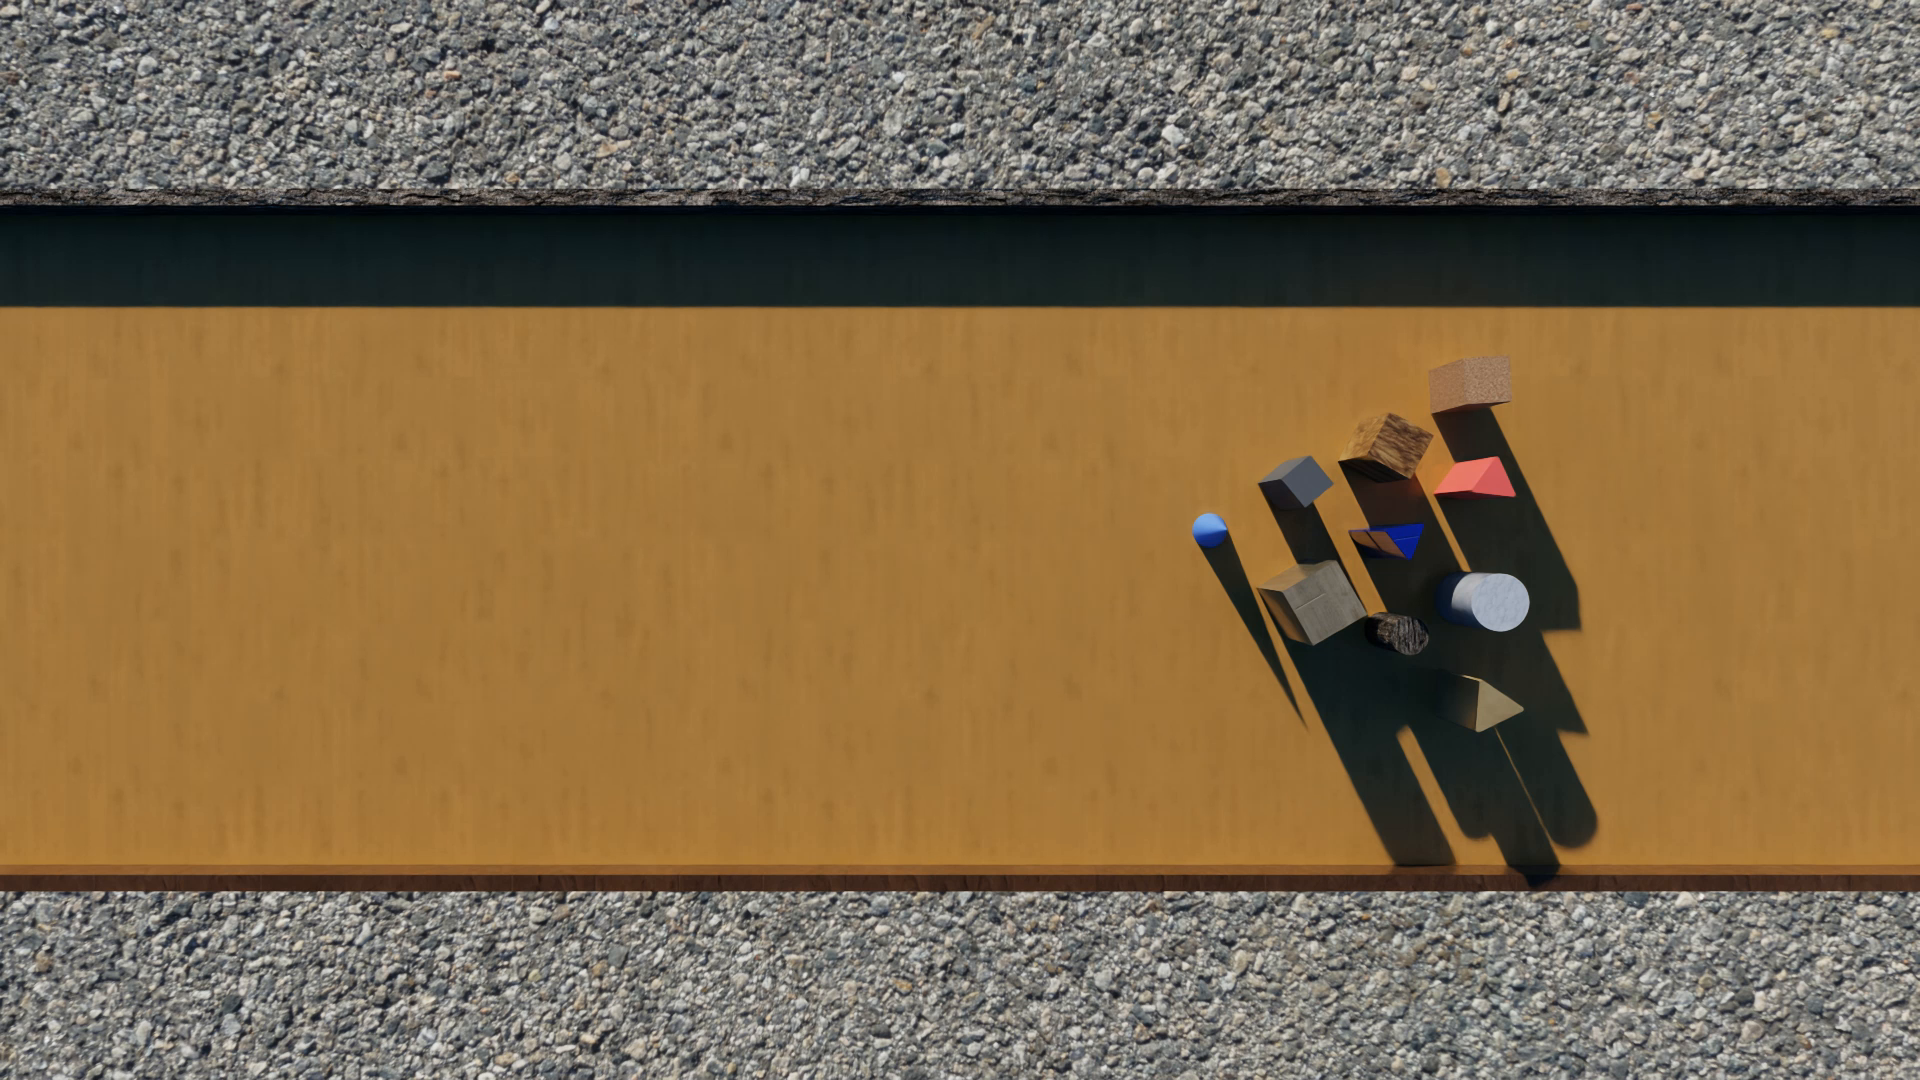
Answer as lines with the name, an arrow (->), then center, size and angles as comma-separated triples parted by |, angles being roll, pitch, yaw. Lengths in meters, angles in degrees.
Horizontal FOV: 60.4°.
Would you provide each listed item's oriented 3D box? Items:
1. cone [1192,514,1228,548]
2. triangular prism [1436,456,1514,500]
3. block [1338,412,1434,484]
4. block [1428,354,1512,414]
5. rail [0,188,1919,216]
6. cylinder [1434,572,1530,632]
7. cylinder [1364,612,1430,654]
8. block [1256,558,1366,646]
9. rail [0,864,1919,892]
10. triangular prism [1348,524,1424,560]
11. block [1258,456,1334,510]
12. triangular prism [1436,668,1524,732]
cone -> 0.769, -0.029, 4.910 | 0.106, 0.333, 0.106 | 0, 90, 0
triangular prism -> 1.525, -0.185, 4.886 | 0.123, 0.381, 0.106 | 6, 90, 0
block -> 1.259, -0.271, 4.895 | 0.142, 0.362, 0.142 | 29, 90, 0
block -> 1.511, -0.459, 4.899 | 0.133, 0.355, 0.133 | -4, 90, 0
rail -> -2.247, -1.025, 5.002 | 12.000, 0.150, 0.050 | 0, 90, 0
cylinder -> 1.544, 0.179, 4.894 | 0.166, 0.365, 0.166 | 0, 90, 0
cylinder -> 1.300, 0.277, 4.921 | 0.111, 0.312, 0.111 | 0, 90, 0
block -> 1.032, 0.178, 4.870 | 0.176, 0.412, 0.176 | -30, 90, 0
rail -> -2.247, 1.025, 5.001 | 12.000, 0.150, 0.050 | 0, 90, 0
triangular prism -> 1.265, -0.016, 4.851 | 0.093, 0.451, 0.108 | -39, 90, 0
block -> 0.991, -0.167, 4.890 | 0.107, 0.373, 0.107 | -39, 90, 0
triangular prism -> 1.500, 0.454, 4.870 | 0.147, 0.413, 0.127 | -26, 90, 0
